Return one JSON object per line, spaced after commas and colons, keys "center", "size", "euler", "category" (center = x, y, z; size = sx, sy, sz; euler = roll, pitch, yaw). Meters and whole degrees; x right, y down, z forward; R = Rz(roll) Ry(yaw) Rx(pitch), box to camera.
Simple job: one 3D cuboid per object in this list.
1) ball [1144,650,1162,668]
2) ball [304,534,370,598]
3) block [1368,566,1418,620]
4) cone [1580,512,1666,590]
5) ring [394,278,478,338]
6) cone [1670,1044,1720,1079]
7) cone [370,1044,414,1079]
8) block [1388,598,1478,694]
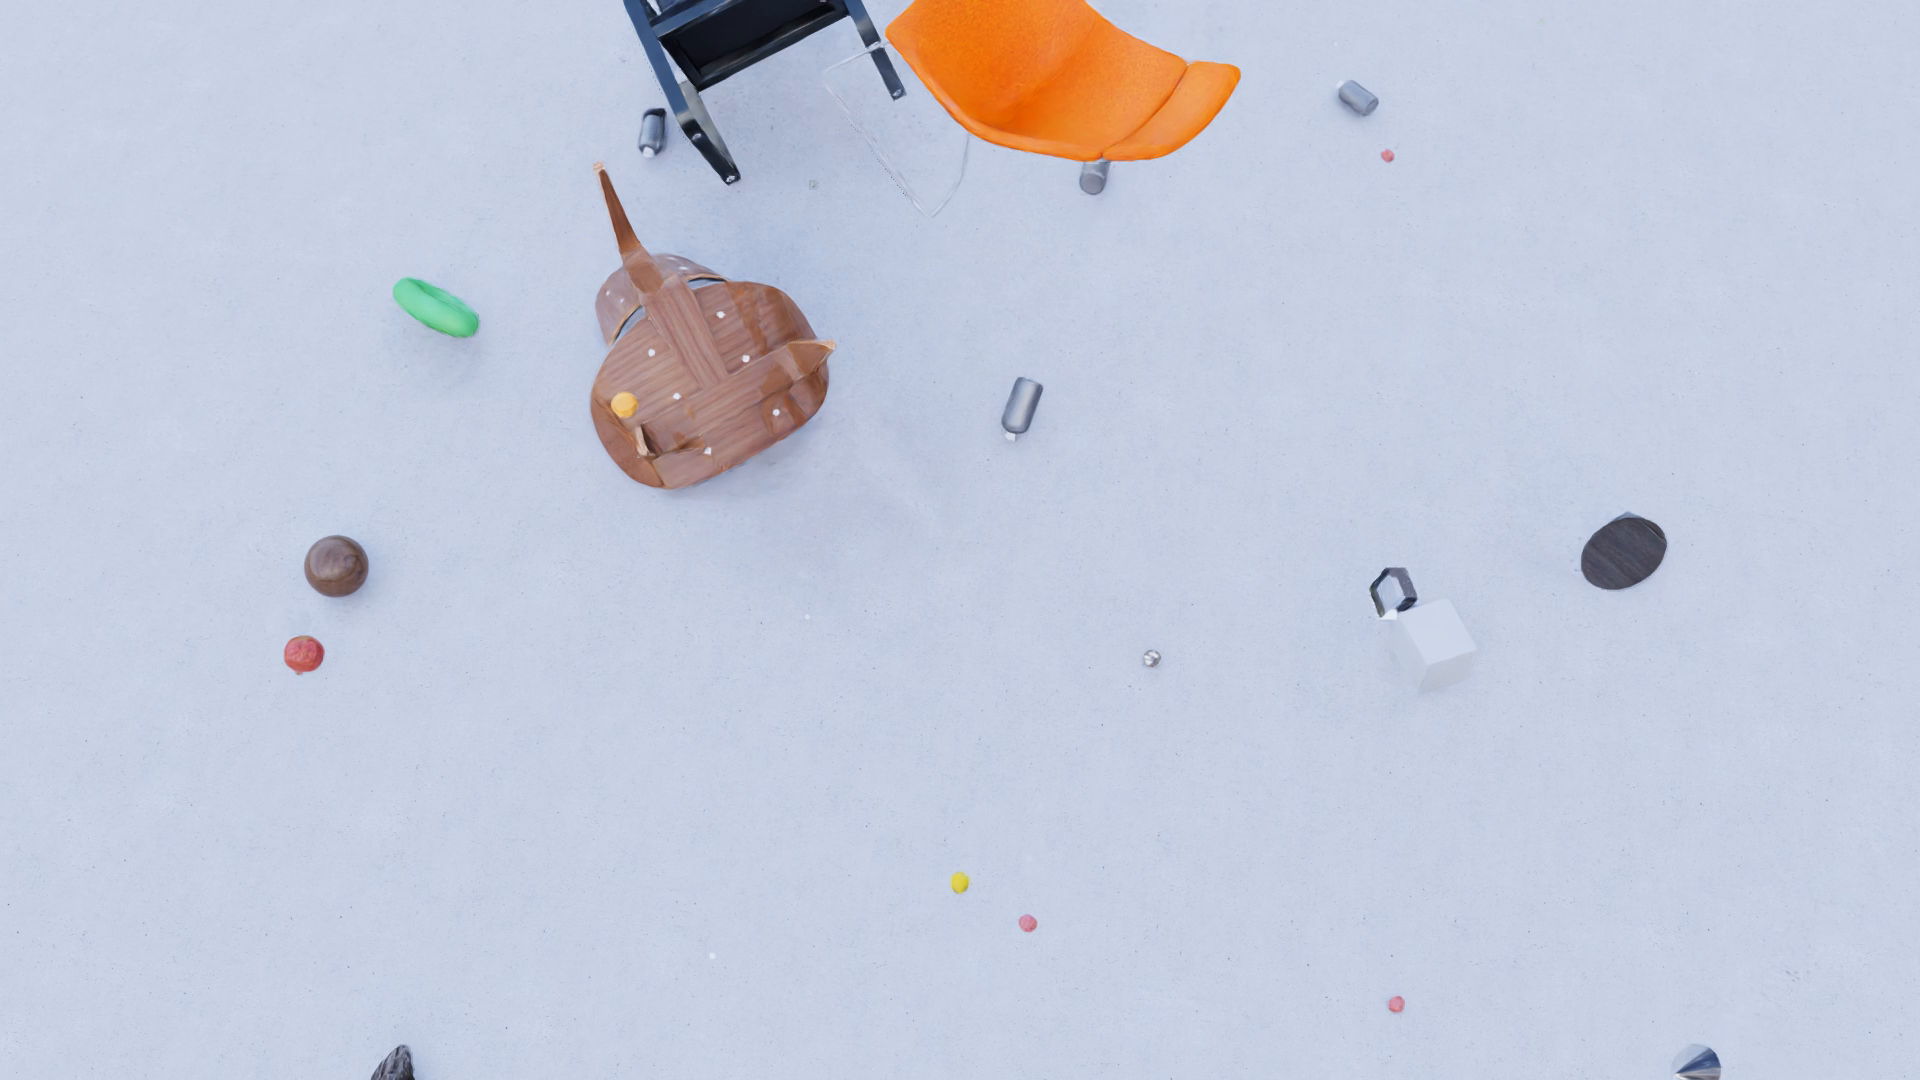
{"center": [0.552, 0.340, 6.315], "size": [0.052, 0.052, 0.052], "euler": [0, 56, 0], "category": "ball"}
{"center": [-1.818, 0.077, 6.411], "size": [0.185, 0.185, 0.185], "euler": [0, 56, 0], "category": "ball"}
{"center": [1.257, 0.155, 6.381], "size": [0.067, 0.111, 0.110], "euler": [1, 54, -23], "category": "block"}
{"center": [1.972, -0.023, 6.519], "size": [0.204, 0.272, 0.273], "euler": [40, 33, -5], "category": "cone"}
{"center": [-1.654, -0.732, 6.933], "size": [0.361, 0.231, 0.087], "euler": [33, 102, 36], "category": "ring"}
{"center": [1.581, 1.162, 4.798], "size": [0.076, 0.139, 0.112], "euler": [3, 49, -35], "category": "cone"}
{"center": [-1.422, 1.392, 5.600], "size": [0.178, 0.097, 0.185], "euler": [-38, 27, 22], "category": "cone"}
{"center": [1.348, 0.302, 6.274], "size": [0.157, 0.162, 0.184], "euler": [-17, 58, -11], "category": "block"}
